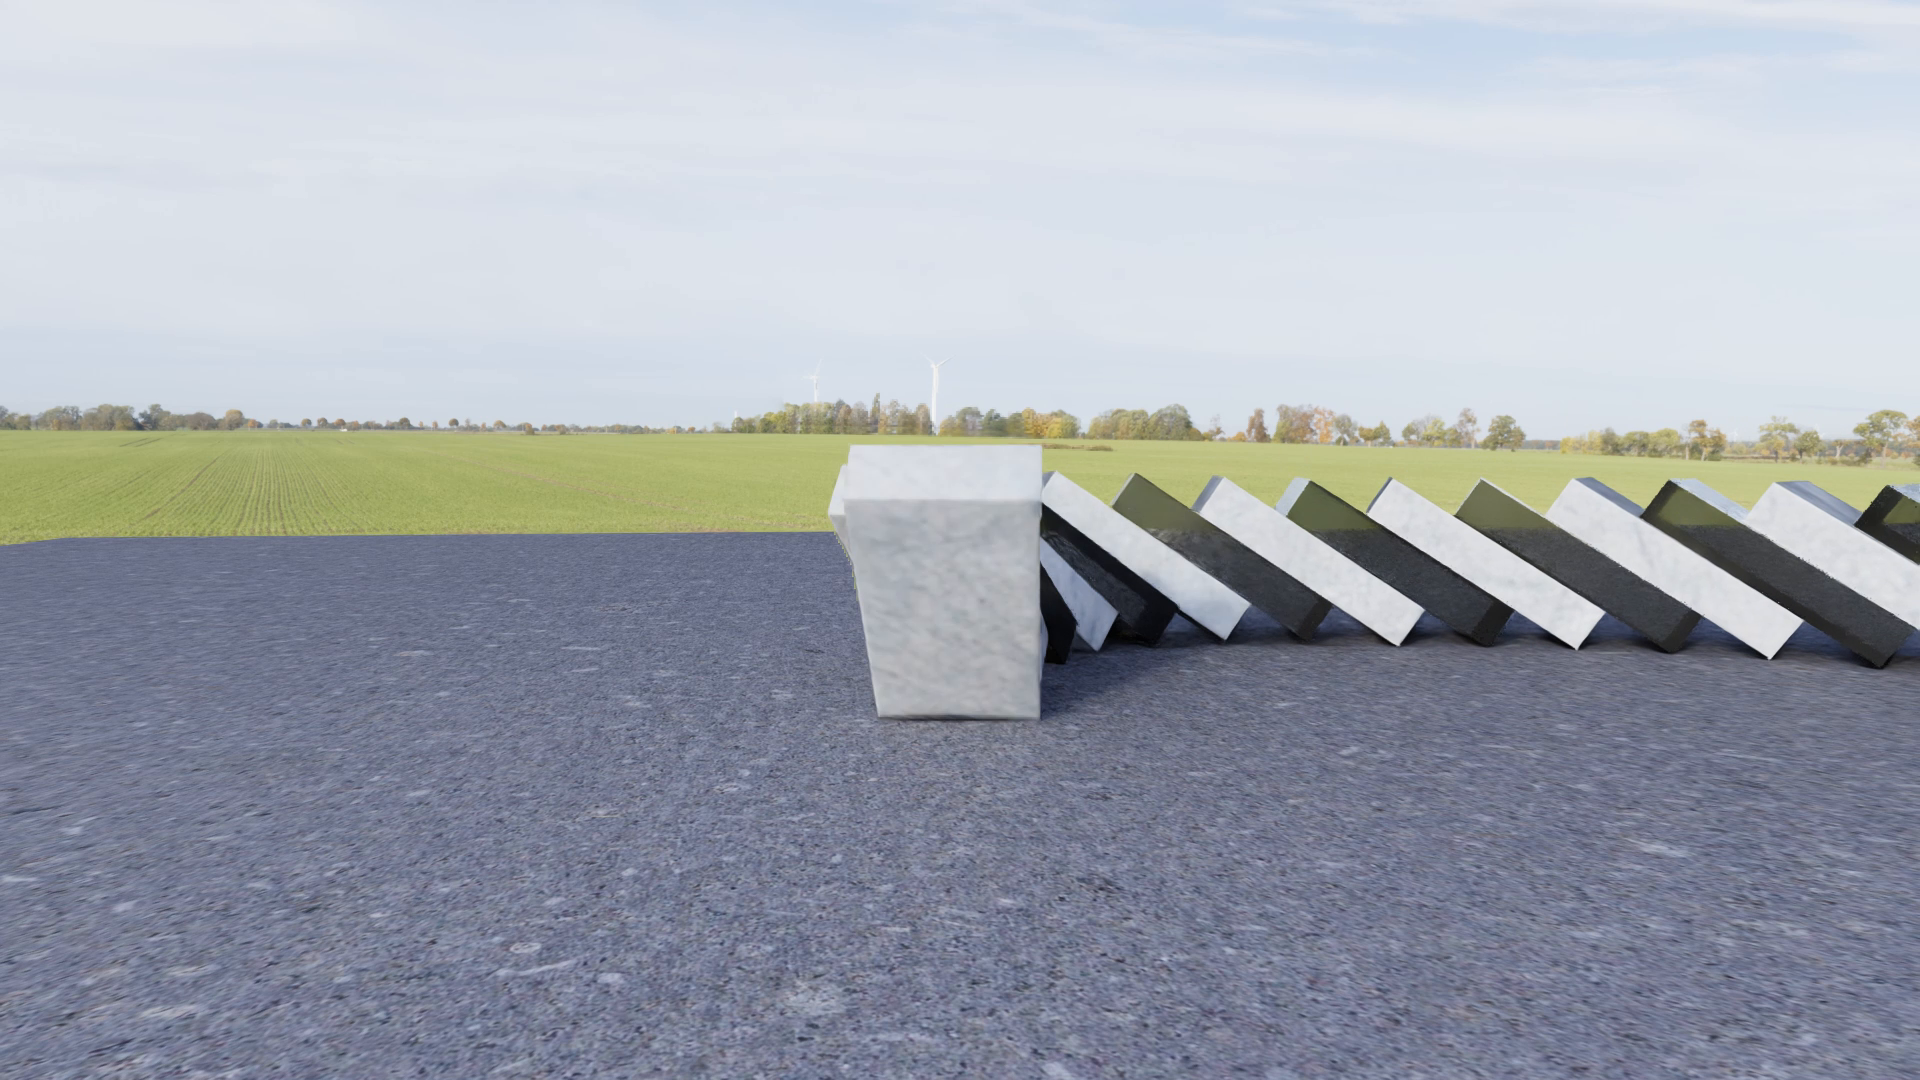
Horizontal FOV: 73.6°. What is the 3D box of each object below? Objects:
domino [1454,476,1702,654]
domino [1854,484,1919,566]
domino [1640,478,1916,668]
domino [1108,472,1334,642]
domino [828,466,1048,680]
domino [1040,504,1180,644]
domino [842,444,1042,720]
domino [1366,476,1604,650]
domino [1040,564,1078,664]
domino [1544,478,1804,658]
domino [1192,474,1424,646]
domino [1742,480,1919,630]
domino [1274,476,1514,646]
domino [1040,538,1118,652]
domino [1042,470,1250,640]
[{"bbox_3d":[0.132,0.004,0.277,0.050,0.010,0.025,36,16,16],"label":"domino"},{"bbox_3d":[0.197,0.007,0.238,0.025,0.009,0.050,-3,37,-38],"label":"domino"},{"bbox_3d":[0.168,0.005,0.262,0.025,0.009,0.050,-4,38,-49],"label":"domino"},{"bbox_3d":[0.056,0.003,0.284,0.050,0.009,0.025,34,5,3],"label":"domino"},{"bbox_3d":[-0.002,0.007,0.219,0.025,0.009,0.050,1,-35,17],"label":"domino"},{"bbox_3d":[0.020,0.003,0.273,0.050,0.010,0.025,36,-9,-16],"label":"domino"},{"bbox_3d":[-0.001,0.008,0.183,0.025,0.050,0.010,0,49,4],"label":"domino"},{"bbox_3d":[0.114,0.004,0.281,0.050,0.009,0.025,35,13,12],"label":"domino"},{"bbox_3d":[0.001,0.006,0.237,0.025,0.010,0.050,2,-33,29],"label":"domino"},{"bbox_3d":[0.152,0.005,0.272,0.050,0.009,0.025,40,24,26],"label":"domino"},{"bbox_3d":[0.075,0.004,0.282,0.050,0.009,0.025,34,7,3],"label":"domino"},{"bbox_3d":[0.183,0.006,0.251,0.025,0.009,0.050,-3,38,-43],"label":"domino"},{"bbox_3d":[0.094,0.004,0.282,0.050,0.009,0.025,33,8,4],"label":"domino"},{"bbox_3d":[0.007,0.004,0.257,0.050,0.009,0.025,43,-23,-32],"label":"domino"},{"bbox_3d":[0.038,0.003,0.283,0.050,0.009,0.025,34,0,-3],"label":"domino"}]
